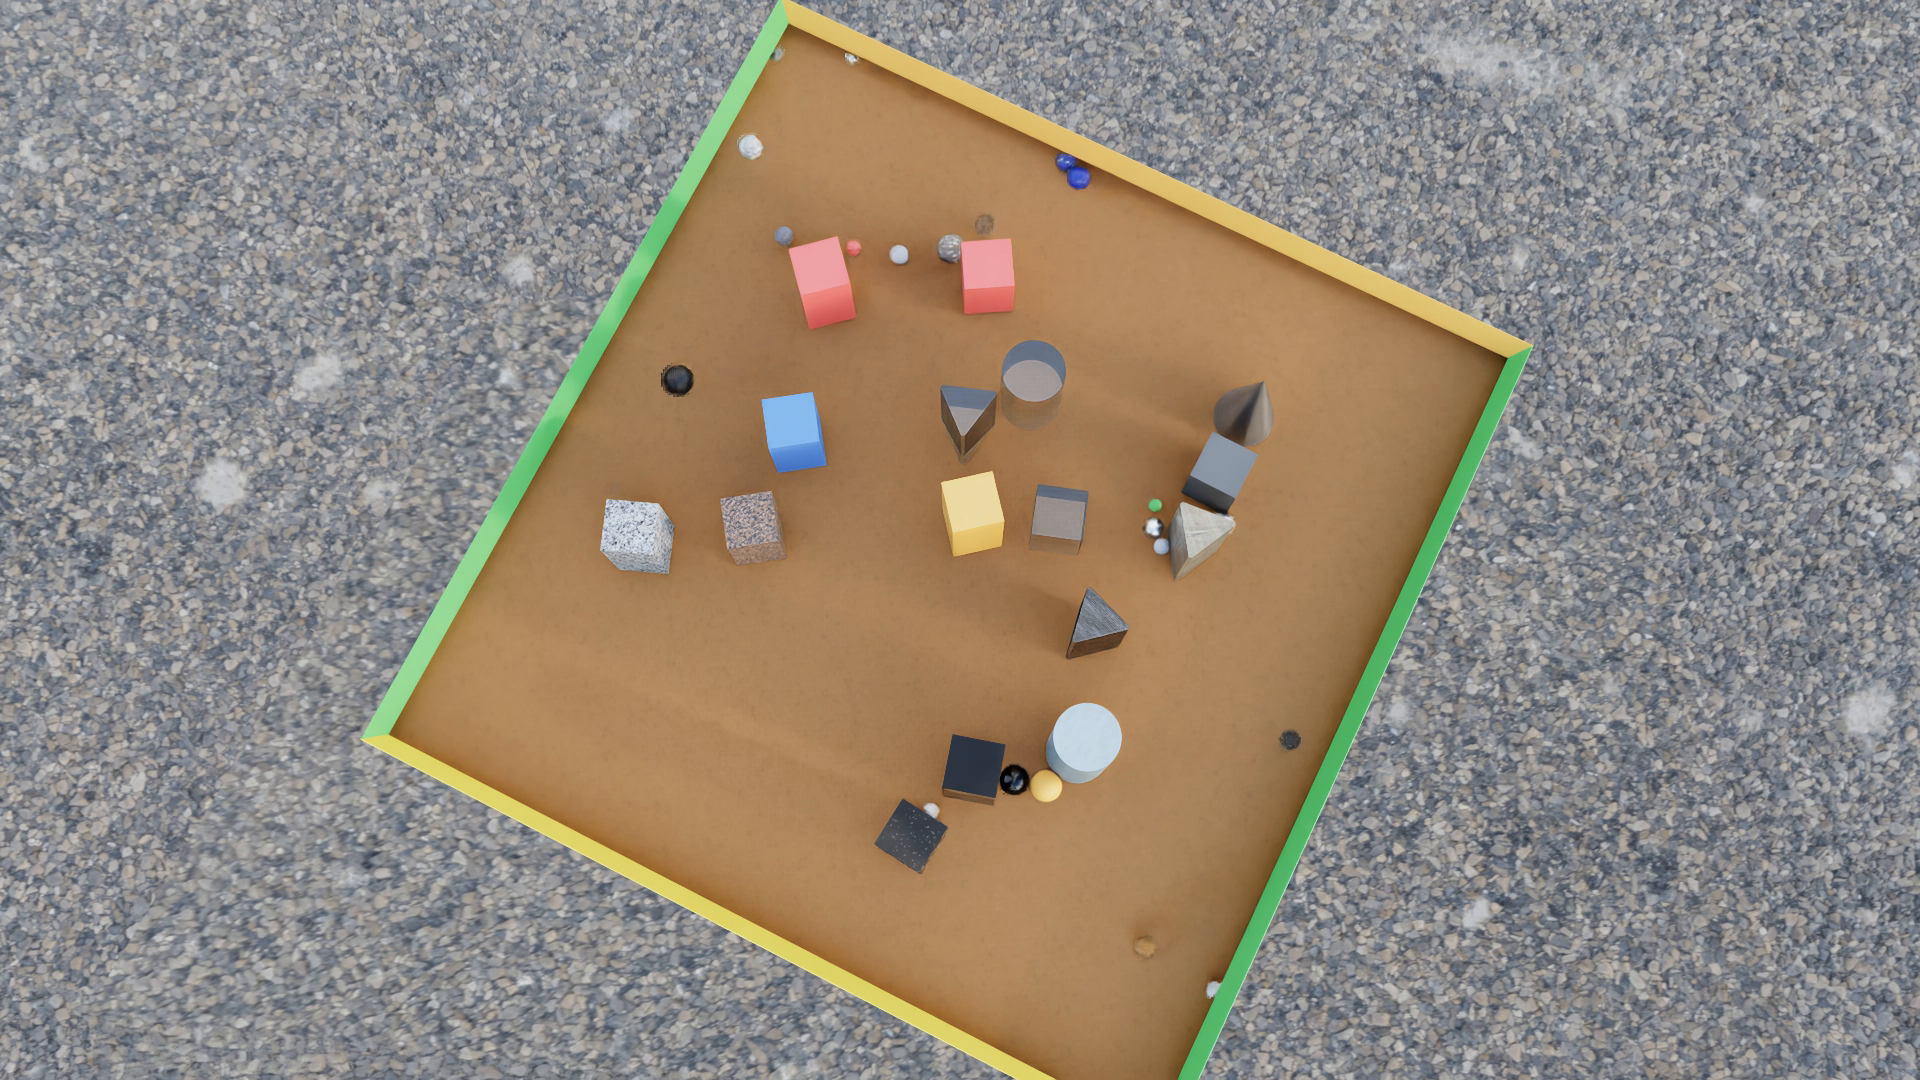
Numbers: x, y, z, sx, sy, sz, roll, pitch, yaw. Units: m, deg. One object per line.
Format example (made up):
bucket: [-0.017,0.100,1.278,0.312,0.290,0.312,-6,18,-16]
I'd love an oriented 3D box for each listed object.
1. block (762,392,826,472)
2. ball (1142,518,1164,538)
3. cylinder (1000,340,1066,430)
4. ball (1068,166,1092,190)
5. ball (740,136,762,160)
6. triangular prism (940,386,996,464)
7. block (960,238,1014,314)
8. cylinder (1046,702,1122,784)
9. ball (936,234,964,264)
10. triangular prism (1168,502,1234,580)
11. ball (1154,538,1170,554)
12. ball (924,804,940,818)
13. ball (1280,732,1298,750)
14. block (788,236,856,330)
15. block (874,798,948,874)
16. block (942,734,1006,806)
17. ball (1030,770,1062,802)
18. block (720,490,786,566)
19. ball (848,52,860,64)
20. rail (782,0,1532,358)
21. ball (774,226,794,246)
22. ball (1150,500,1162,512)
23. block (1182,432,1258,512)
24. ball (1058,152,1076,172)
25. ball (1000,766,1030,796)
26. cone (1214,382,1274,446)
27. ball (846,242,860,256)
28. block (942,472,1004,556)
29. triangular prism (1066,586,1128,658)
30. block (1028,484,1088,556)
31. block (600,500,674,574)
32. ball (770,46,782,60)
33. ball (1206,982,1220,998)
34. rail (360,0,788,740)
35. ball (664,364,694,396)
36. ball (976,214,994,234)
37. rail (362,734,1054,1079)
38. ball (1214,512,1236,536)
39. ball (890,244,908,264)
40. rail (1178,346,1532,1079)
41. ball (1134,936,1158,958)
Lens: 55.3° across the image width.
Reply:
block: [-0.498,-0.322,5.532,0.151,0.295,0.151,-9,78,-2]
ball: [0.589,-0.037,5.590,0.067,0.067,0.067,0,78,0]
cylinder: [0.218,-0.466,5.552,0.189,0.315,0.189,0,78,0]
ball: [0.380,-1.149,5.817,0.072,0.072,0.072,0,78,0]
ball: [-0.666,-1.251,5.837,0.074,0.074,0.074,0,78,0]
triangular prism: [0.001,-0.373,5.516,0.142,0.348,0.164,36,81,7]
block: [0.084,-0.814,5.667,0.151,0.231,0.151,-4,78,-1]
cylinder: [0.351,0.588,5.265,0.189,0.450,0.189,0,78,0]
ball: [-0.028,-0.915,5.759,0.091,0.091,0.091,0,78,0]
triangular prism: [0.679,-0.016,5.433,0.164,0.365,0.142,-37,81,-7]
ball: [0.615,0.019,5.587,0.050,0.050,0.050,0,78,0]
ball: [-0.085,0.802,5.427,0.046,0.046,0.046,0,78,0]
ball: [0.982,0.598,5.465,0.055,0.055,0.055,0,78,0]
block: [-0.419,-0.784,5.615,0.151,0.321,0.151,-15,79,-3]
block: [-0.139,0.861,5.307,0.151,0.257,0.151,31,80,6]
block: [0.039,0.668,5.288,0.151,0.373,0.151,11,79,2]
ball: [0.254,0.727,5.418,0.095,0.095,0.095,0,78,0]
block: [-0.616,-0.032,5.487,0.151,0.266,0.151,-9,78,-2]
ball: [-0.343,-1.556,5.917,0.041,0.041,0.041,0,78,0]
rail: [0.582,-1.133,5.787,2.605,0.123,0.045,26,80,5]
ball: [-0.556,-0.959,5.784,0.060,0.060,0.060,0,78,0]
ball: [0.600,-0.104,5.618,0.040,0.040,0.040,0,78,0]
block: [0.783,-0.200,5.542,0.151,0.227,0.151,28,80,5]
ball: [0.341,-1.202,5.834,0.060,0.060,0.060,0,78,0]
ball: [0.161,0.711,5.425,0.087,0.087,0.087,0,78,0]
cone: [0.882,-0.421,5.501,0.189,0.396,0.189,0,78,0]
ball: [-0.335,-0.920,5.784,0.045,0.045,0.045,0,78,0]
block: [0.037,-0.074,5.447,0.151,0.362,0.151,-13,79,-3]
triangular prism: [0.385,0.237,5.389,0.164,0.349,0.142,-13,79,-3]
block: [0.295,-0.058,5.510,0.151,0.232,0.151,8,78,2]
block: [-0.958,-0.007,5.462,0.151,0.306,0.151,5,78,1]
ball: [-0.595,-1.570,5.919,0.044,0.044,0.044,0,78,0]
ball: [0.739,1.307,5.321,0.049,0.049,0.049,0,78,0]
rail: [-1.144,-0.553,5.667,0.045,0.123,2.650,26,80,5]
ball: [-0.870,-0.495,5.671,0.094,0.094,0.094,0,78,0]
ball: [0.077,-0.999,5.793,0.059,0.059,0.059,0,78,0]
rail: [-0.582,1.146,5.316,2.605,0.123,0.045,26,80,5]
ball: [0.800,-0.046,5.587,0.076,0.076,0.076,0,78,0]
ball: [-0.193,-0.899,5.772,0.060,0.060,0.060,0,78,0]
rail: [1.144,0.567,5.435,0.045,0.123,2.650,26,80,5]
ball: [0.541,1.185,5.338,0.066,0.066,0.066,0,78,0]
